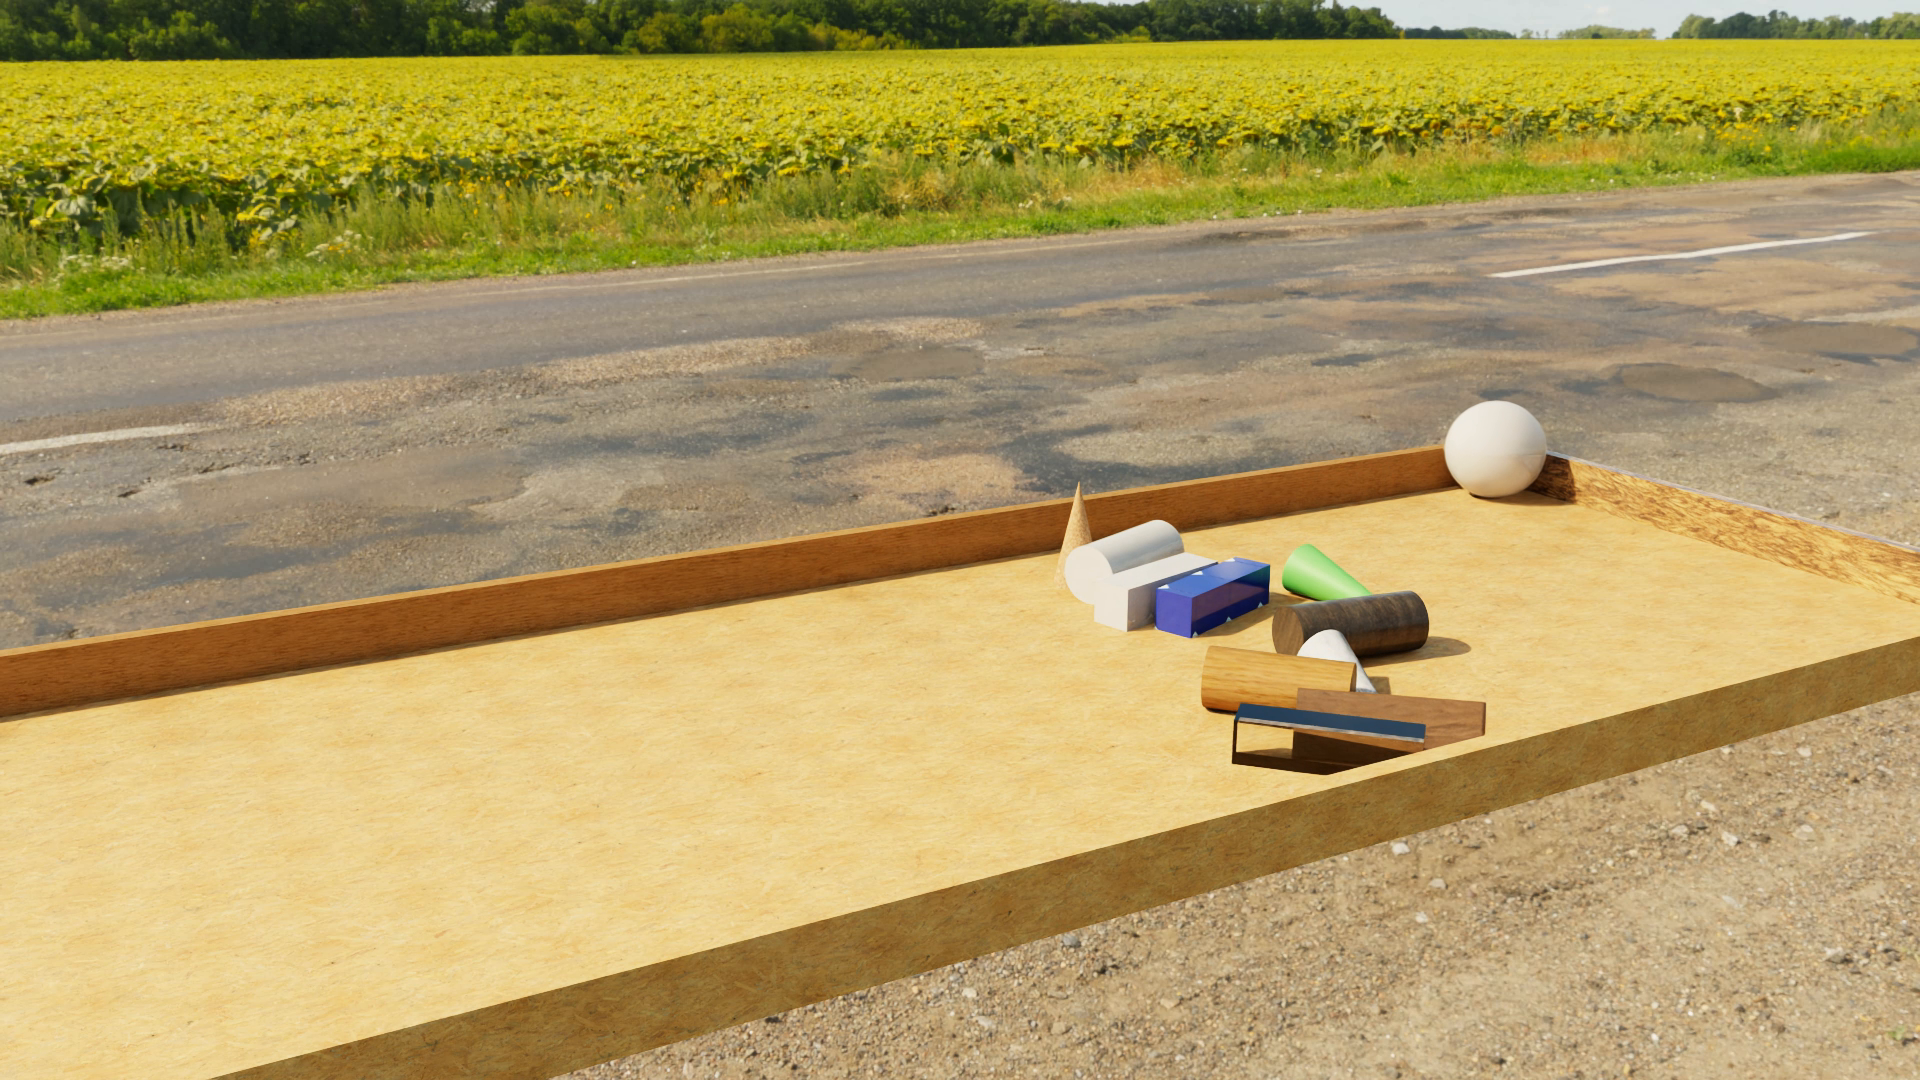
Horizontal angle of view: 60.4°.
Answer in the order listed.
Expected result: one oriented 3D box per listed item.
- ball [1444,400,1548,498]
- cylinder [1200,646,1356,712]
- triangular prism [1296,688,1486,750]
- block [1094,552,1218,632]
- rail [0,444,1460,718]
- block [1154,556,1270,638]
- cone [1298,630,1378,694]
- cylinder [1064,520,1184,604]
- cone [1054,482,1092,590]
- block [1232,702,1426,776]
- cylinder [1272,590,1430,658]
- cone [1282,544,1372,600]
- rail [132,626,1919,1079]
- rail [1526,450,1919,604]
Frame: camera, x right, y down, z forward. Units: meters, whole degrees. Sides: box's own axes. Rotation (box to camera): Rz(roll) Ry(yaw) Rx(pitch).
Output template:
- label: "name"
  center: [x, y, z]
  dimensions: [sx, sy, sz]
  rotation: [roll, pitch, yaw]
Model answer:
- label: "ball"
  center: [1.893, -0.320, 5.833]
  dimensions: [0.346, 0.346, 0.346]
  rotation: [0, 16, 0]
- label: "cylinder"
  center: [0.757, 0.345, 3.915]
  dimensions: [0.342, 0.150, 0.150]
  rotation: [6, 17, 19]
- label: "triangular prism"
  center: [0.970, 0.409, 3.730]
  dimensions: [0.412, 0.125, 0.144]
  rotation: [4, 17, 12]
- label: "block"
  center: [0.556, 0.143, 4.653]
  dimensions: [0.388, 0.121, 0.121]
  rotation: [-15, 22, -41]
- label: "rail"
  center: [-3.305, 0.497, 3.399]
  dimensions: [12.000, 0.150, 0.050]
  rotation: [-9, 18, -27]
- label: "block"
  center: [0.711, 0.157, 4.614]
  dimensions: [0.116, 0.116, 0.400]
  rotation: [14, 21, 39]
- label: "cone"
  center: [0.963, 0.364, 3.987]
  dimensions: [0.150, 0.150, 0.321]
  rotation: [-7, 31, -22]
- label: "cylinder"
  center: [0.486, 0.062, 4.840]
  dimensions: [0.172, 0.172, 0.364]
  rotation: [14, 21, 39]
- label: "cone"
  center: [0.349, -0.023, 4.873]
  dimensions: [0.143, 0.316, 0.143]
  rotation: [0, 16, 0]
- label: "block"
  center: [0.812, 0.450, 3.636]
  dimensions: [0.405, 0.105, 0.105]
  rotation: [5, 17, 17]
- label: "cylinder"
  center: [1.016, 0.229, 4.295]
  dimensions: [0.373, 0.157, 0.157]
  rotation: [-6, 17, -19]
- label: "cone"
  center: [1.121, 0.162, 4.672]
  dimensions: [0.152, 0.152, 0.418]
  rotation: [-13, 31, -38]
- label: "rail"
  center: [-2.336, 1.006, 1.665]
  dimensions: [12.000, 0.150, 0.050]
  rotation: [-9, 18, -27]
- label: "rail"
  center: [2.466, -0.048, 5.253]
  dimensions: [0.050, 0.150, 2.100]
  rotation: [-9, 18, -27]
